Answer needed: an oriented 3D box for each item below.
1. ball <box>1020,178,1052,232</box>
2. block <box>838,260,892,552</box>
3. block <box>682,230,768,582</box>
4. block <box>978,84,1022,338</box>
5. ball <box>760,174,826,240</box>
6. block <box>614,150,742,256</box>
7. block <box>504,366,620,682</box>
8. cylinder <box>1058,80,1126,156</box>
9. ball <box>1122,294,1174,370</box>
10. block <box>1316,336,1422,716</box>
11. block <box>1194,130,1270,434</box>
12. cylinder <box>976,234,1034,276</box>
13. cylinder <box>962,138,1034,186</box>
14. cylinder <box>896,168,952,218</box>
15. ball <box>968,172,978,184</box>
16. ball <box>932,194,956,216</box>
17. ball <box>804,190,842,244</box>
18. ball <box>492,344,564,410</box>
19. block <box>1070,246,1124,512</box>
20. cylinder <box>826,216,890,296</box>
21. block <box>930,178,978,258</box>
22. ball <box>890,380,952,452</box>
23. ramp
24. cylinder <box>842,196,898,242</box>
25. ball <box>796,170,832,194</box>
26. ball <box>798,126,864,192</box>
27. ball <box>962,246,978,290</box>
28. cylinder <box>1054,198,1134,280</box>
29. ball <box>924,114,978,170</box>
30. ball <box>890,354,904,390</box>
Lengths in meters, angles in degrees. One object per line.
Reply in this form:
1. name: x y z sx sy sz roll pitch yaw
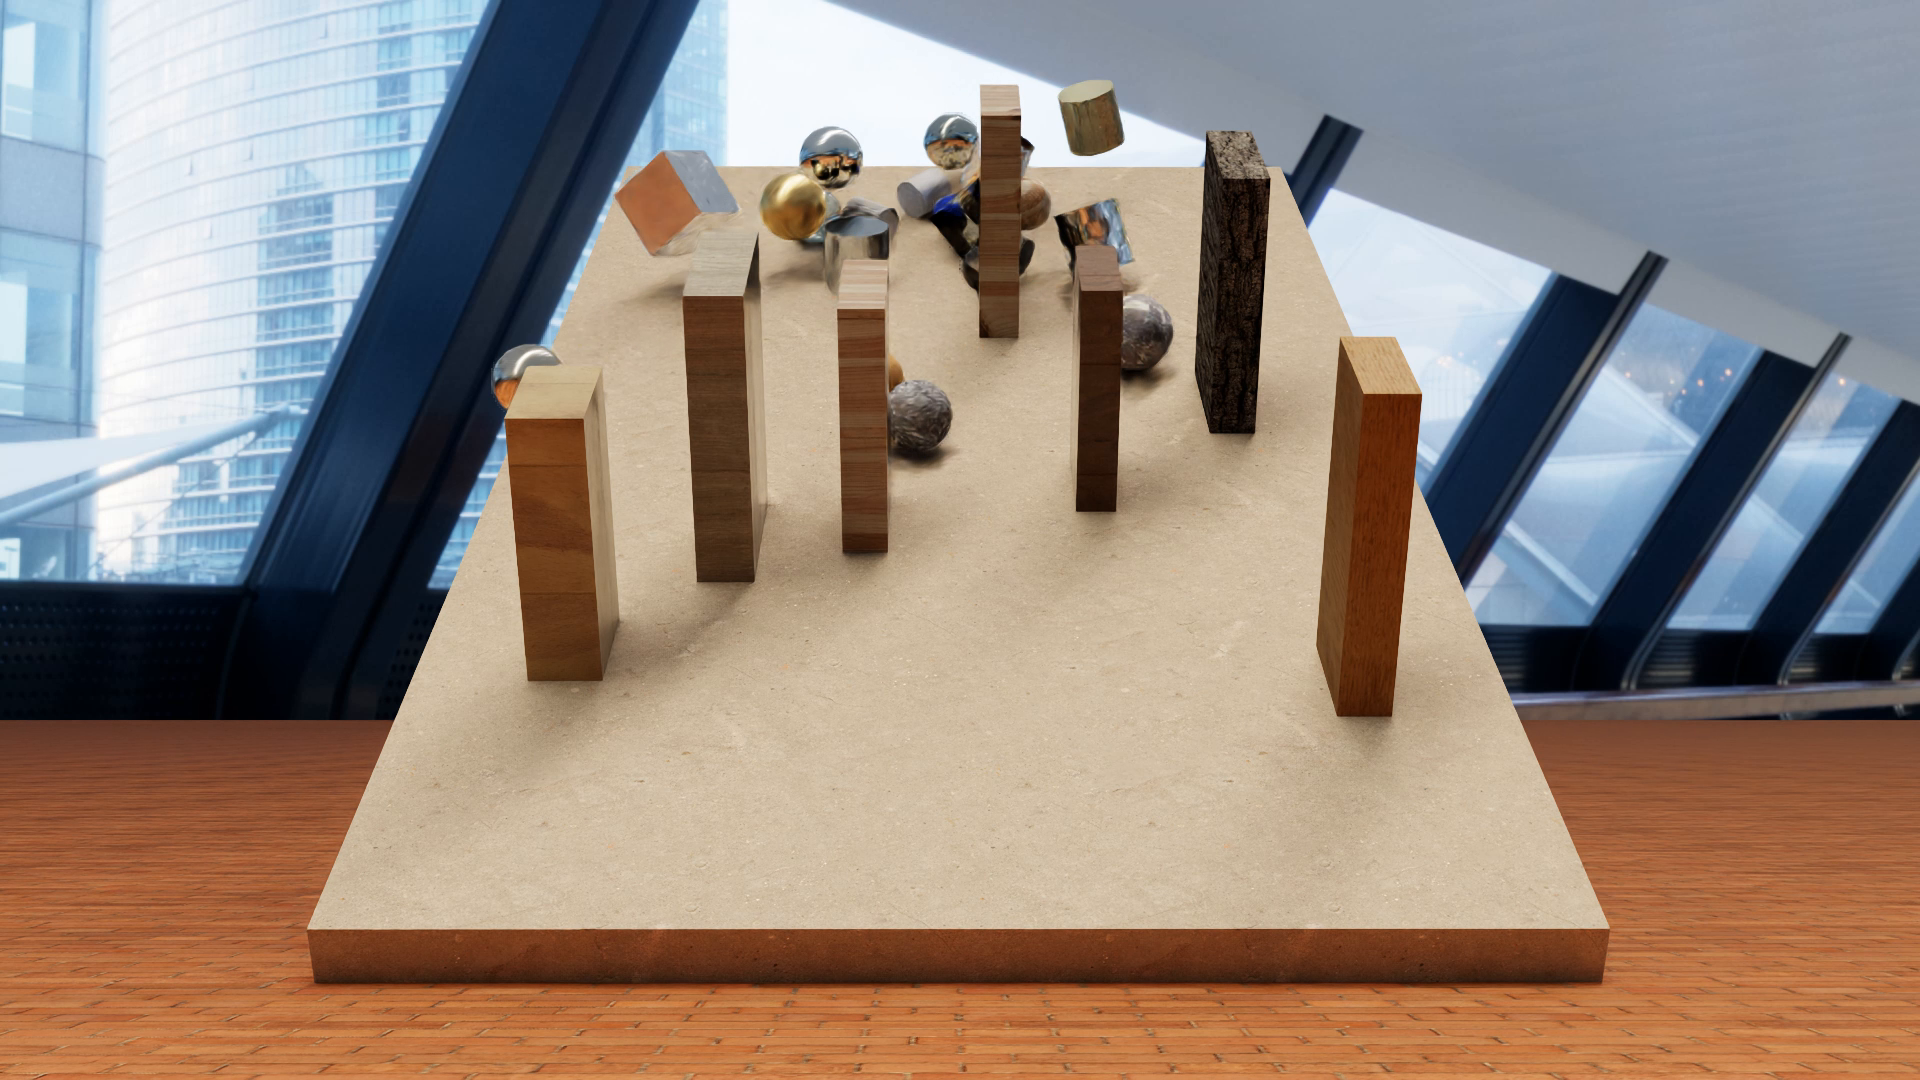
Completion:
1. ball: 0.175 -0.893 6.259 0.141 0.141 0.141 0 -4 0
2. block: -0.193 -0.274 4.806 0.093 0.527 0.292 0 26 0
3. block: -0.465 -0.270 4.712 0.115 0.600 0.384 0 26 0
4. block: 0.098 -0.825 5.897 0.099 0.569 0.287 0 26 0
5. ball: -0.446 -0.889 6.285 0.179 0.179 0.179 0 -4 0
6. block: -0.735 -0.878 6.143 0.194 0.194 0.194 -36 -9 27
7. block: -0.723 -0.030 4.305 0.137 0.521 0.247 0 26 0
8. cylinder: 0.379 -1.218 6.788 0.166 0.166 0.166 -12 29 7
9. ball: 0.421 -0.500 5.669 0.185 0.185 0.185 0 -4 0
10. block: 0.722 -0.023 4.182 0.098 0.621 0.267 0 26 0
11. block: 0.619 -0.593 5.385 0.103 0.599 0.371 0 26 0
12. cylinder: 0.117 -0.772 6.273 0.117 0.117 0.117 30 6 19
13. cylinder: 0.108 -1.075 6.742 0.165 0.165 0.165 20 -4 2
14. cylinder: -0.103 -0.996 6.752 0.111 0.111 0.111 -32 16 -34
15. ball: 0.096 -0.967 6.560 0.154 0.154 0.154 0 -4 0
16. ball: -0.022 -0.911 6.598 0.113 0.113 0.113 0 -4 0
17. ball: -0.401 -0.899 6.527 0.152 0.152 0.152 0 -4 0
18. ball: -0.987 -0.365 5.399 0.169 0.169 0.169 0 -4 0
19. block: 0.287 -0.344 4.991 0.085 0.493 0.284 0 26 0
20. cylinder: -0.269 -0.744 6.190 0.167 0.167 0.167 0 26 0
21. block: 0.035 -0.887 6.447 0.143 0.143 0.143 -35 10 30
22. ball: -0.096 -0.277 5.234 0.160 0.160 0.160 0 -4 0
23. ramp: -0.010 -0.229 5.433 2.000 0.100 4.000 0 26 0
24. cylinder: -0.251 -0.882 6.522 0.114 0.114 0.114 24 8 28
25. ball: -0.425 -1.041 6.861 0.117 0.117 0.117 0 -4 0
26. ball: -0.351 -1.039 6.412 0.176 0.176 0.176 0 -4 0
27. ball: 0.066 -0.714 6.178 0.125 0.125 0.125 0 -4 0
28. cylinder: 0.355 -0.798 6.231 0.174 0.174 0.174 -17 7 2
29. ball: -0.024 -1.187 7.021 0.169 0.169 0.169 0 -4 0
30. ball: -0.203 -0.367 5.429 0.151 0.151 0.151 0 -4 0
